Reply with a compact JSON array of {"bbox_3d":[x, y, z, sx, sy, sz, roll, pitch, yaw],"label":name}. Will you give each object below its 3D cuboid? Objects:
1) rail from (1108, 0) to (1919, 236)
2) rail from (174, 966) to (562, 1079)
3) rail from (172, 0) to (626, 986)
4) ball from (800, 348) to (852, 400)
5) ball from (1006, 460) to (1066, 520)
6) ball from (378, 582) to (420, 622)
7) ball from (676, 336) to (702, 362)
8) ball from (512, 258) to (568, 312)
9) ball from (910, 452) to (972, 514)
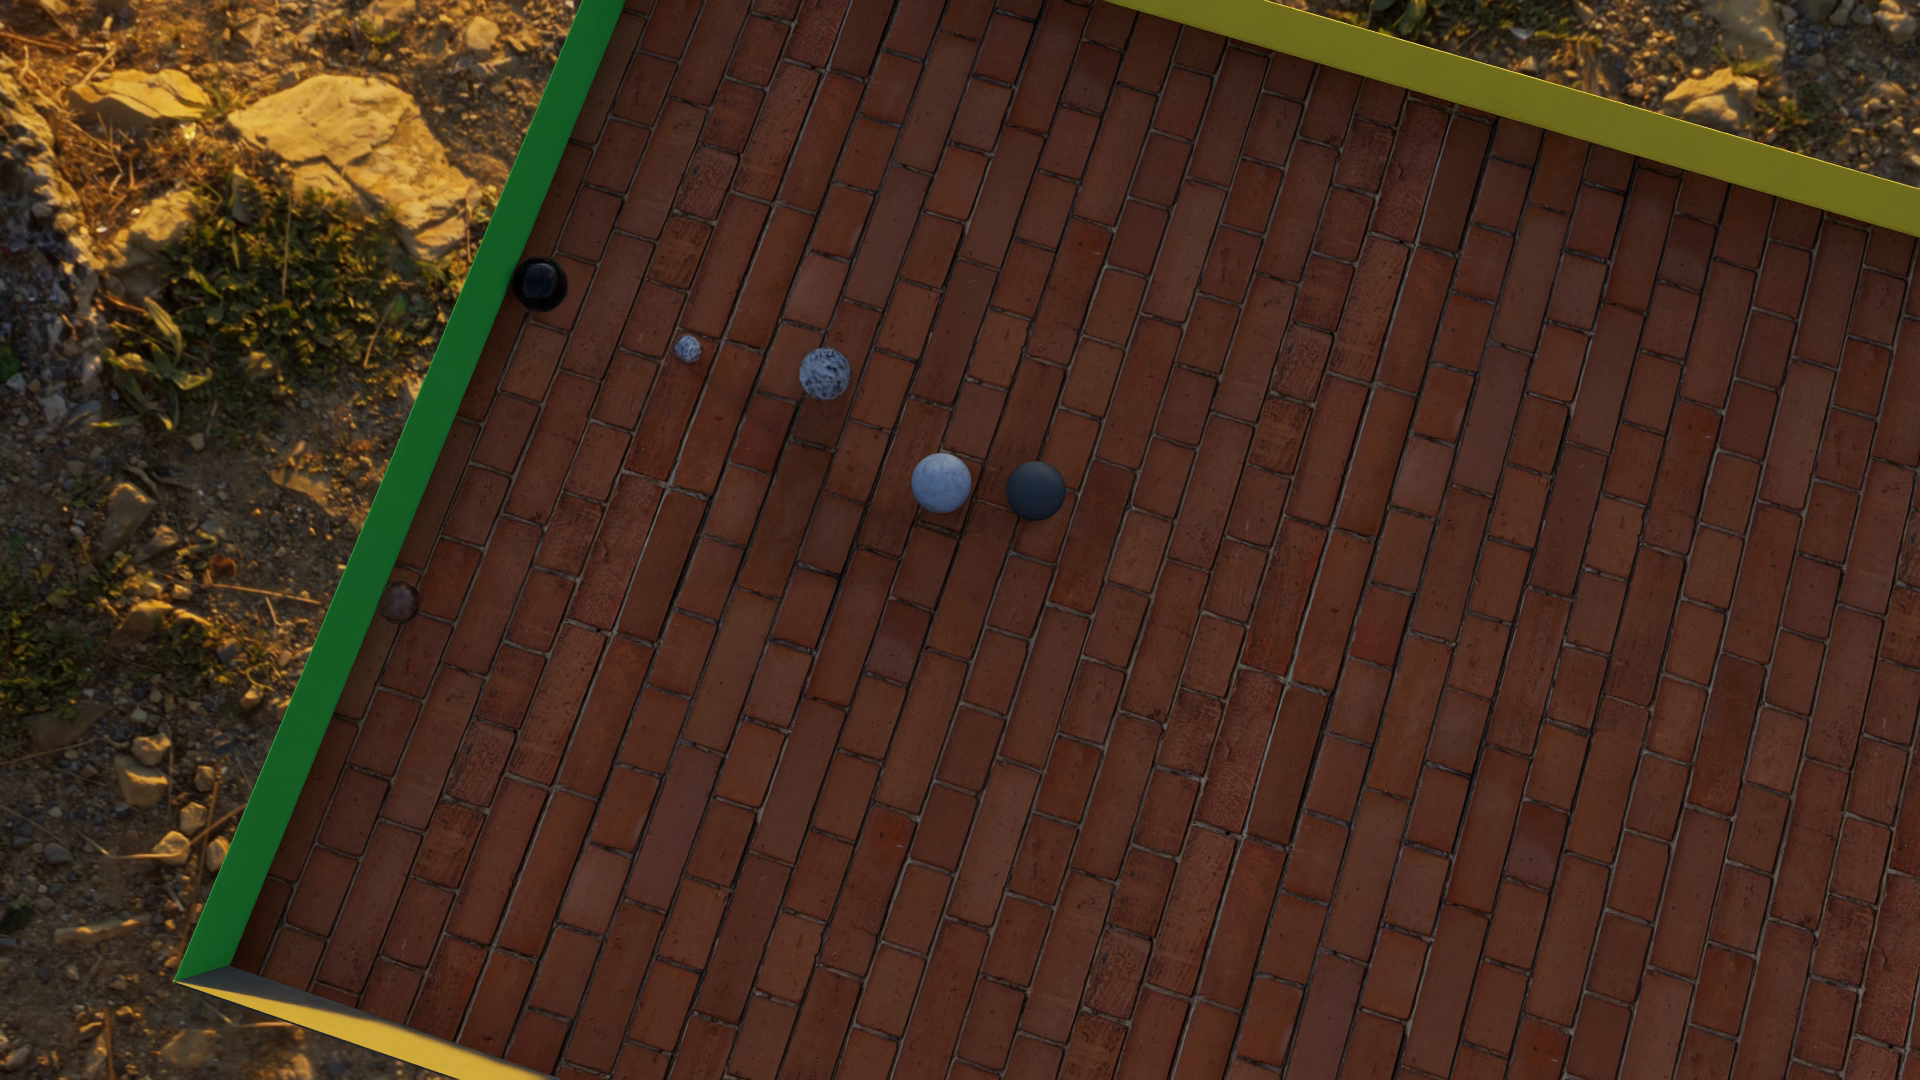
[{"bbox_3d":[1.101,-0.631,3.512,3.382,0.121,0.045,17,75,5],"label":"rail"},{"bbox_3d":[0.506,1.123,3.015,3.382,0.121,0.045,17,75,5],"label":"rail"},{"bbox_3d":[-0.781,-0.252,3.404,0.045,0.121,1.965,17,75,5],"label":"rail"},{"bbox_3d":[-0.210,-0.258,3.428,0.081,0.081,0.081,0,74,0],"label":"ball"},{"bbox_3d":[0.116,-0.075,3.371,0.092,0.092,0.092,0,74,0],"label":"ball"},{"bbox_3d":[-0.851,0.094,3.337,0.064,0.064,0.064,0,74,0],"label":"ball"},{"bbox_3d":[-0.427,-0.300,3.460,0.042,0.042,0.042,0,74,0],"label":"ball"},{"bbox_3d":[-0.662,-0.402,3.466,0.086,0.086,0.086,0,74,0],"label":"ball"},{"bbox_3d":[-0.029,-0.087,3.373,0.093,0.093,0.093,0,74,0],"label":"ball"}]
